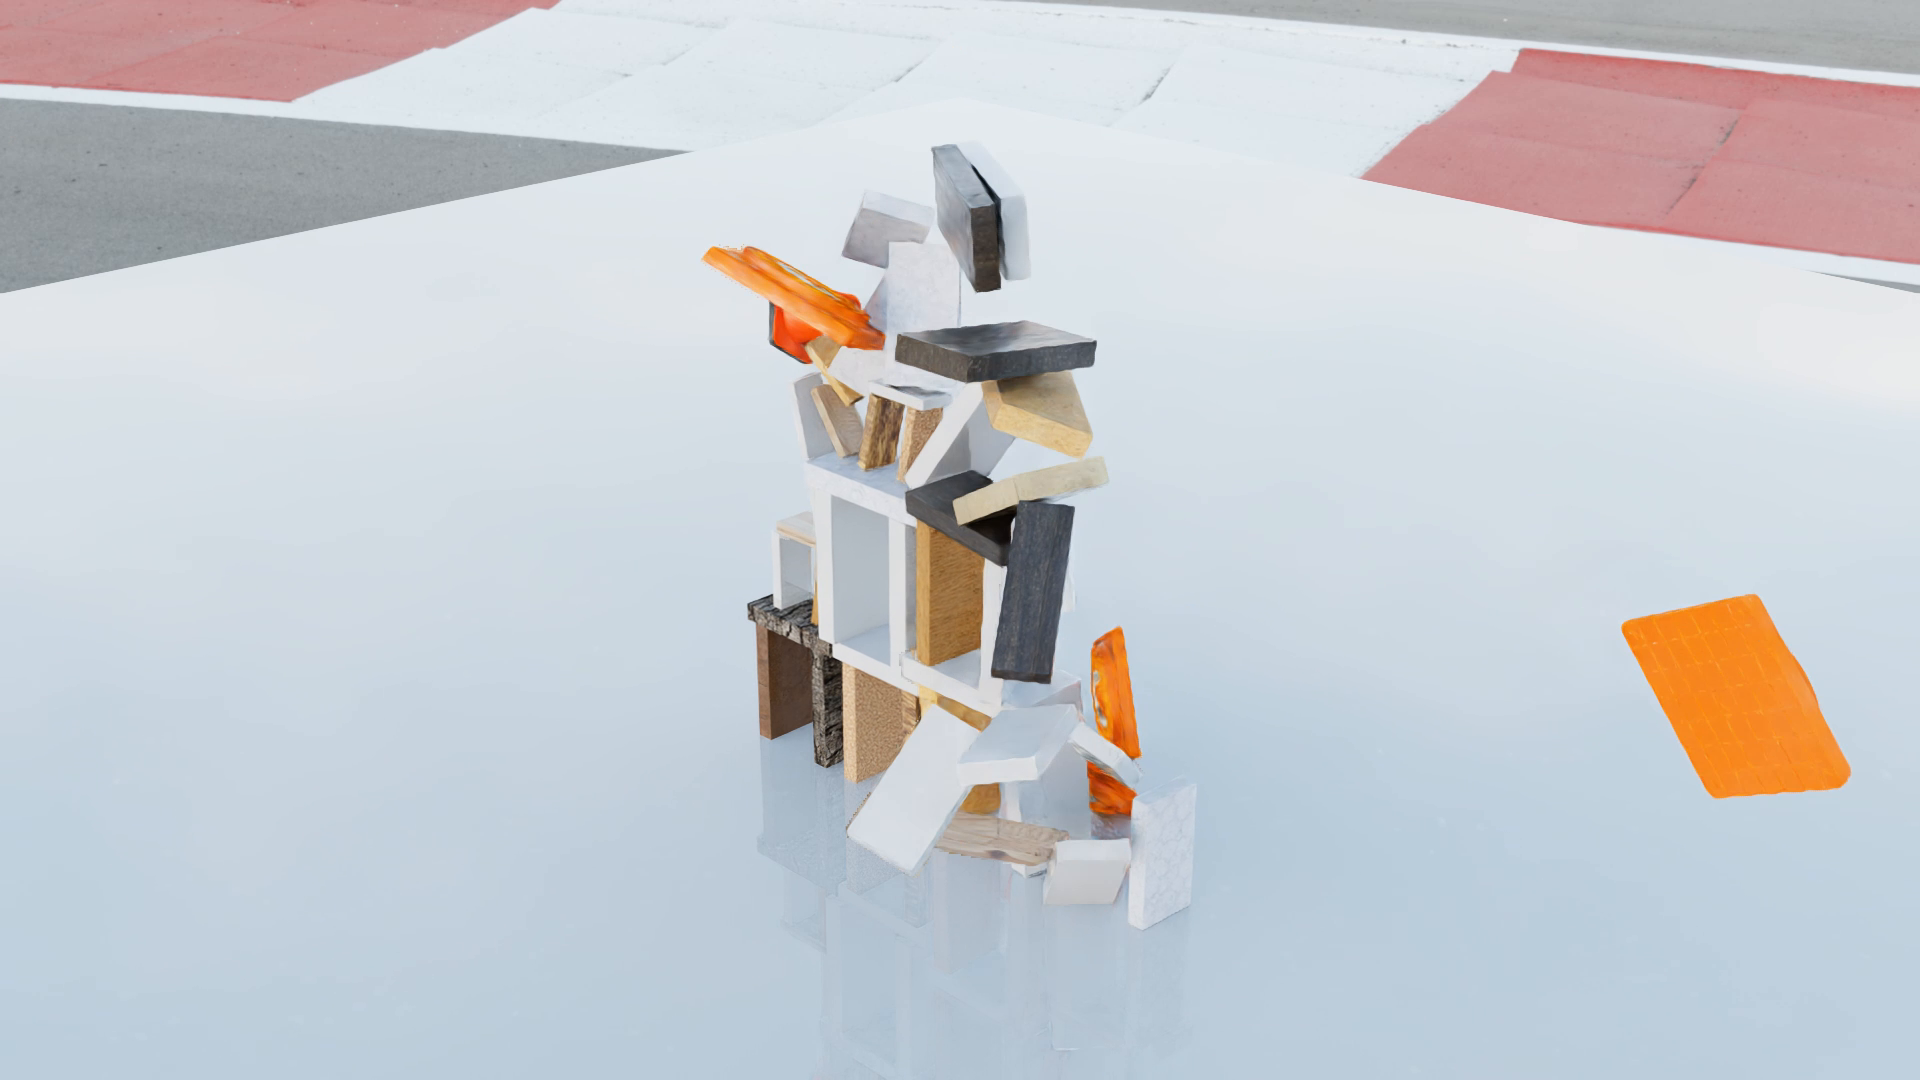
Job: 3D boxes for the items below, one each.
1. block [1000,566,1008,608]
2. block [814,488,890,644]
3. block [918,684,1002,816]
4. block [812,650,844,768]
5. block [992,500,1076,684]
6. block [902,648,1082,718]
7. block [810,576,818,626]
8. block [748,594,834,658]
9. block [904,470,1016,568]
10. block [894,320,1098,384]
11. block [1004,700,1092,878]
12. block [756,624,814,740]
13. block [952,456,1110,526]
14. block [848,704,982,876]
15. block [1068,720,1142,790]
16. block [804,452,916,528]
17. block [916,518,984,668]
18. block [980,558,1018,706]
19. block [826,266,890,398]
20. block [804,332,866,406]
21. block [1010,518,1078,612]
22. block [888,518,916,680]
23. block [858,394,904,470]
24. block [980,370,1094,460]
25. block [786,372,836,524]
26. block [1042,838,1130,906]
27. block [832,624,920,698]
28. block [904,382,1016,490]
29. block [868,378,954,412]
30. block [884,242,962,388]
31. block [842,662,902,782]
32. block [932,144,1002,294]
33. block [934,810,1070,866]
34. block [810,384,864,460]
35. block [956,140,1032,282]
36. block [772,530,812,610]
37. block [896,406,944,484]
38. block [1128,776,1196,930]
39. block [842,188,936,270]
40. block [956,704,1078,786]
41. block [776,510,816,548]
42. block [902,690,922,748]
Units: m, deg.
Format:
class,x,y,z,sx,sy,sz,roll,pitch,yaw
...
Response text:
class,x,y,z,sx,sy,sz,roll,pitch,yaw
block,0.117,0.139,3.860,0.091,0.183,0.026,3,1,-22
block,-0.213,0.032,4.473,0.165,0.329,0.047,-21,30,-40
block,0.001,0.408,4.377,0.046,0.325,0.162,14,27,40
block,-0.248,0.335,4.631,0.038,0.266,0.133,22,31,40
block,0.116,0.078,3.428,0.091,0.026,0.323,6,54,6
block,0.059,0.264,4.231,0.162,0.046,0.325,-24,33,-39
block,-0.258,0.088,4.549,0.087,0.174,0.025,-21,44,-40
block,-0.310,0.170,4.629,0.133,0.038,0.266,-21,31,-41
block,0.048,-0.042,4.048,0.153,0.043,0.307,-19,30,-30
block,0.063,-0.320,3.712,0.163,0.046,0.326,21,22,39
block,0.167,0.470,4.226,0.162,0.325,0.046,-17,24,-30
block,-0.373,0.286,4.746,0.133,0.266,0.038,-21,31,-41
block,0.120,-0.084,3.840,0.166,0.047,0.332,-13,-2,-19
block,-0.058,0.395,3.488,0.123,0.035,0.246,30,75,17
block,0.252,0.381,3.933,0.123,0.035,0.246,34,-6,18
block,-0.135,-0.111,4.329,0.165,0.047,0.329,-21,31,-41
block,-0.009,0.081,4.210,0.153,0.307,0.043,-19,34,-32
block,0.086,0.137,4.079,0.043,0.307,0.153,11,29,16
block,-0.136,-0.410,4.332,0.135,0.276,0.038,32,22,-2
block,-0.240,-0.345,4.425,0.076,0.021,0.151,-28,77,-40
block,0.144,0.045,3.769,0.091,0.183,0.026,1,38,14
block,-0.061,0.095,4.326,0.165,0.329,0.047,-20,30,-39
block,-0.152,-0.219,4.315,0.078,0.156,0.022,-15,37,-41
block,0.123,-0.251,3.783,0.166,0.047,0.332,19,23,-14
block,-0.284,-0.169,4.443,0.021,0.333,0.076,6,23,45
block,0.230,0.611,4.034,0.131,0.263,0.037,-1,64,-4
block,-0.117,0.241,4.452,0.135,0.038,0.270,-21,31,-41
block,0.039,-0.210,4.092,0.166,0.369,0.047,-15,68,-31
block,-0.095,-0.284,4.241,0.078,0.022,0.156,-16,27,-41
block,-0.069,-0.430,4.206,0.135,0.271,0.038,3,6,8
block,-0.179,0.357,4.573,0.135,0.270,0.038,-20,30,-40
block,0.010,-0.595,4.042,0.046,0.163,0.326,-10,31,-9
block,0.052,0.539,3.987,0.263,0.037,0.131,14,-25,-24
block,-0.236,-0.241,4.403,0.076,0.151,0.021,-17,-11,-41
block,0.061,-0.619,4.115,0.046,0.163,0.326,-12,30,-10
block,-0.354,0.051,4.638,0.087,0.174,0.025,-21,31,-41
block,-0.076,-0.191,4.250,0.078,0.156,0.022,-17,36,-43
block,0.373,0.578,4.062,0.131,0.263,0.037,-19,30,-38
block,-0.141,-0.594,4.261,0.135,0.038,0.271,15,-15,-8
block,0.090,0.312,3.372,0.123,0.035,0.246,-7,12,19
block,-0.290,-0.015,4.539,0.087,0.025,0.174,-21,30,-40
block,-0.053,0.408,4.453,0.135,0.270,0.038,-21,31,-41
